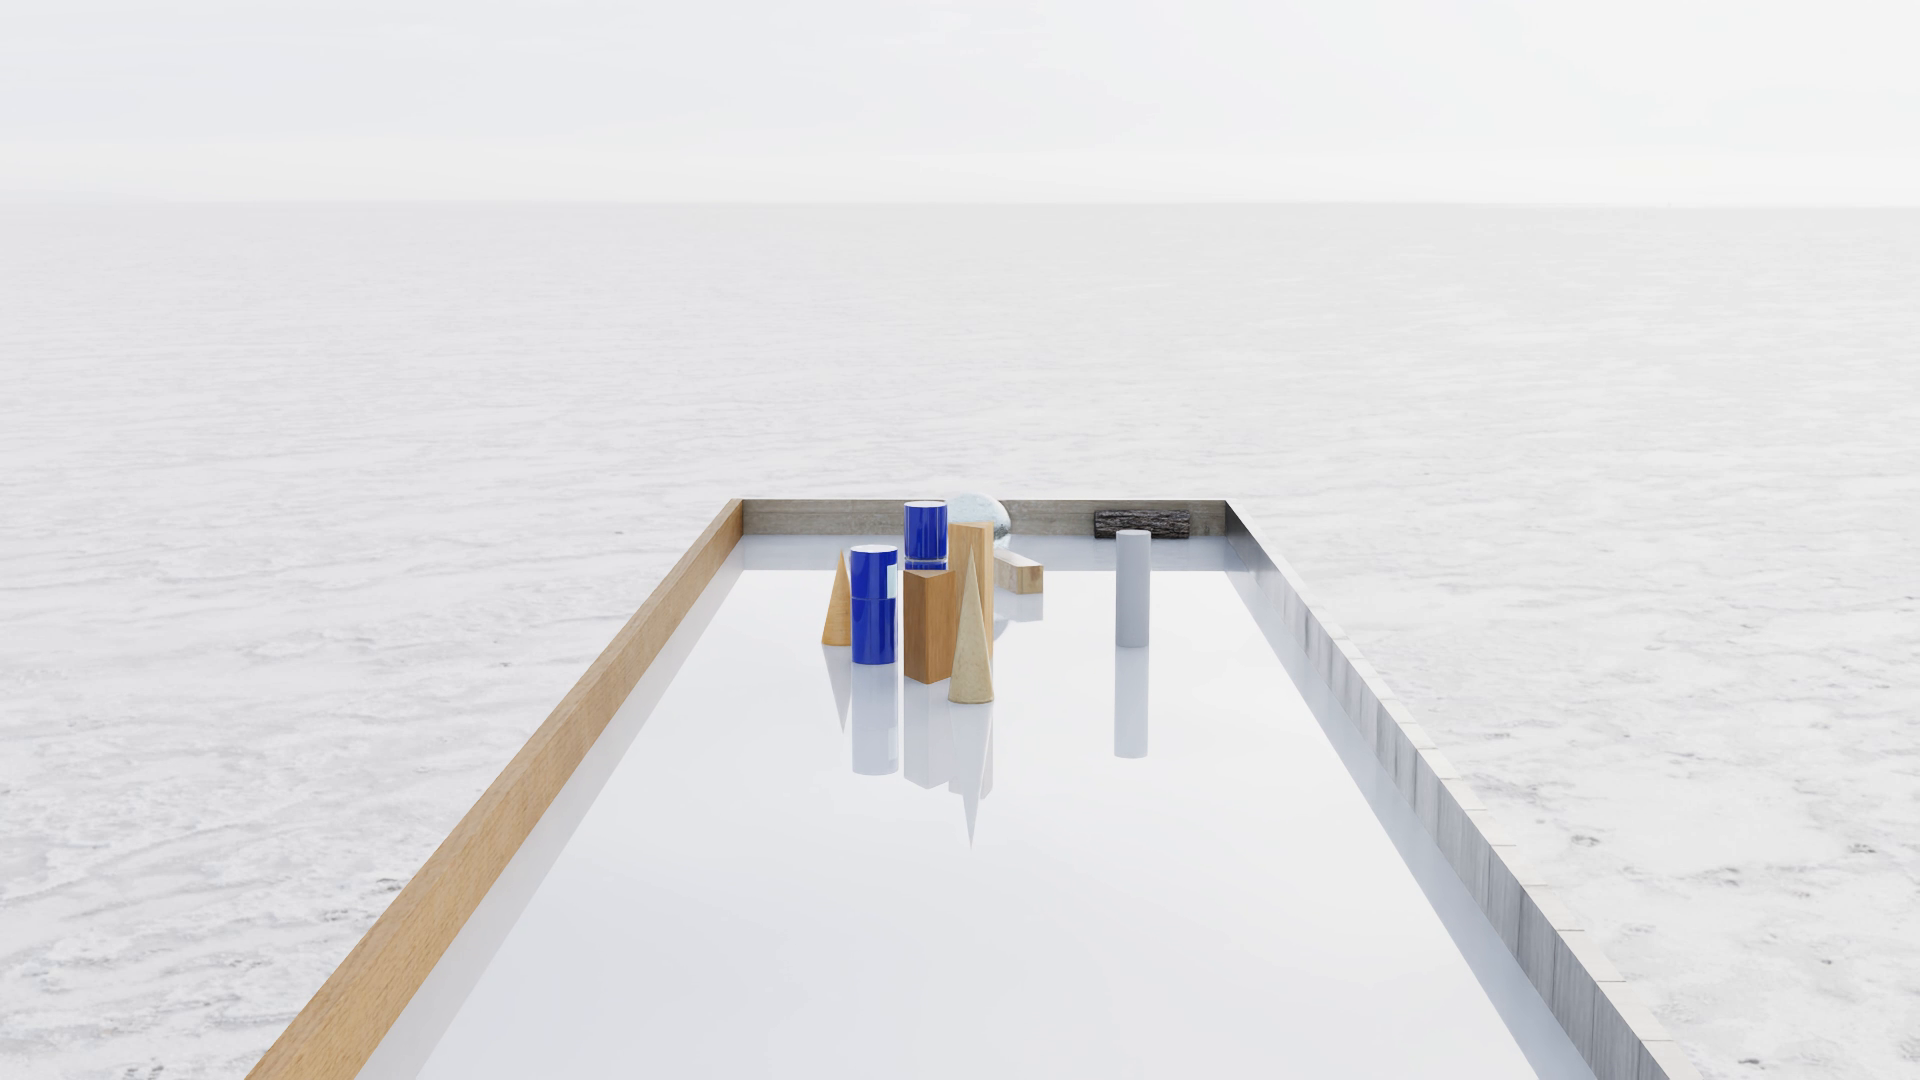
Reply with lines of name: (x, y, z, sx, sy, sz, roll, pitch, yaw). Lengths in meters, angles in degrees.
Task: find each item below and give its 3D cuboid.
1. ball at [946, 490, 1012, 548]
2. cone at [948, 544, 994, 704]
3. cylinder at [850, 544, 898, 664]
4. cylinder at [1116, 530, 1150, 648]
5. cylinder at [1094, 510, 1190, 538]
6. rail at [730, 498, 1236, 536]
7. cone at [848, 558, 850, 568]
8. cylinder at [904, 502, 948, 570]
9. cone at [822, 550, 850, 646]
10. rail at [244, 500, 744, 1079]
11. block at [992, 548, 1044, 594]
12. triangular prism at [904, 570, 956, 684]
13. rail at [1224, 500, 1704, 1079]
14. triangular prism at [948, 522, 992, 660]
ball: (0.045, -0.037, 8.286, 0.299, 0.299, 0.299, 0, 9, 0)
cone: (0.032, 0.227, 6.152, 0.133, 0.447, 0.133, 0, 9, 0)
cylinder: (-0.260, 0.196, 6.676, 0.143, 0.344, 0.143, 0, 9, 0)
cylinder: (0.543, 0.152, 6.906, 0.108, 0.357, 0.108, 0, 9, 0)
cylinder: (0.749, -0.067, 9.059, 0.386, 0.117, 0.117, 0, 9, 1)
rail: (0.099, -0.098, 9.147, 2.100, 0.150, 0.050, 0, 9, 1)
cone: (-0.288, 0.140, 7.936, 0.121, 0.121, 0.403, -3, 18, -19)
cylinder: (-0.108, 0.105, 6.933, 0.136, 0.442, 0.136, 0, 9, 0)
cone: (-0.373, 0.174, 6.944, 0.136, 0.302, 0.136, 0, 9, 0)
rail: (-1.004, 0.839, 3.234, 0.050, 0.150, 12.000, 0, 9, 1)
block: (0.179, 0.111, 7.984, 0.101, 0.101, 0.412, -3, 10, -20)
triangular prism: (-0.110, 0.248, 6.441, 0.131, 0.314, 0.151, 6, 11, 32)
rail: (1.046, 0.843, 3.208, 0.050, 0.150, 12.000, 0, 9, 1)
triangular prism: (0.059, 0.156, 6.686, 0.142, 0.418, 0.123, 8, 12, 41)
